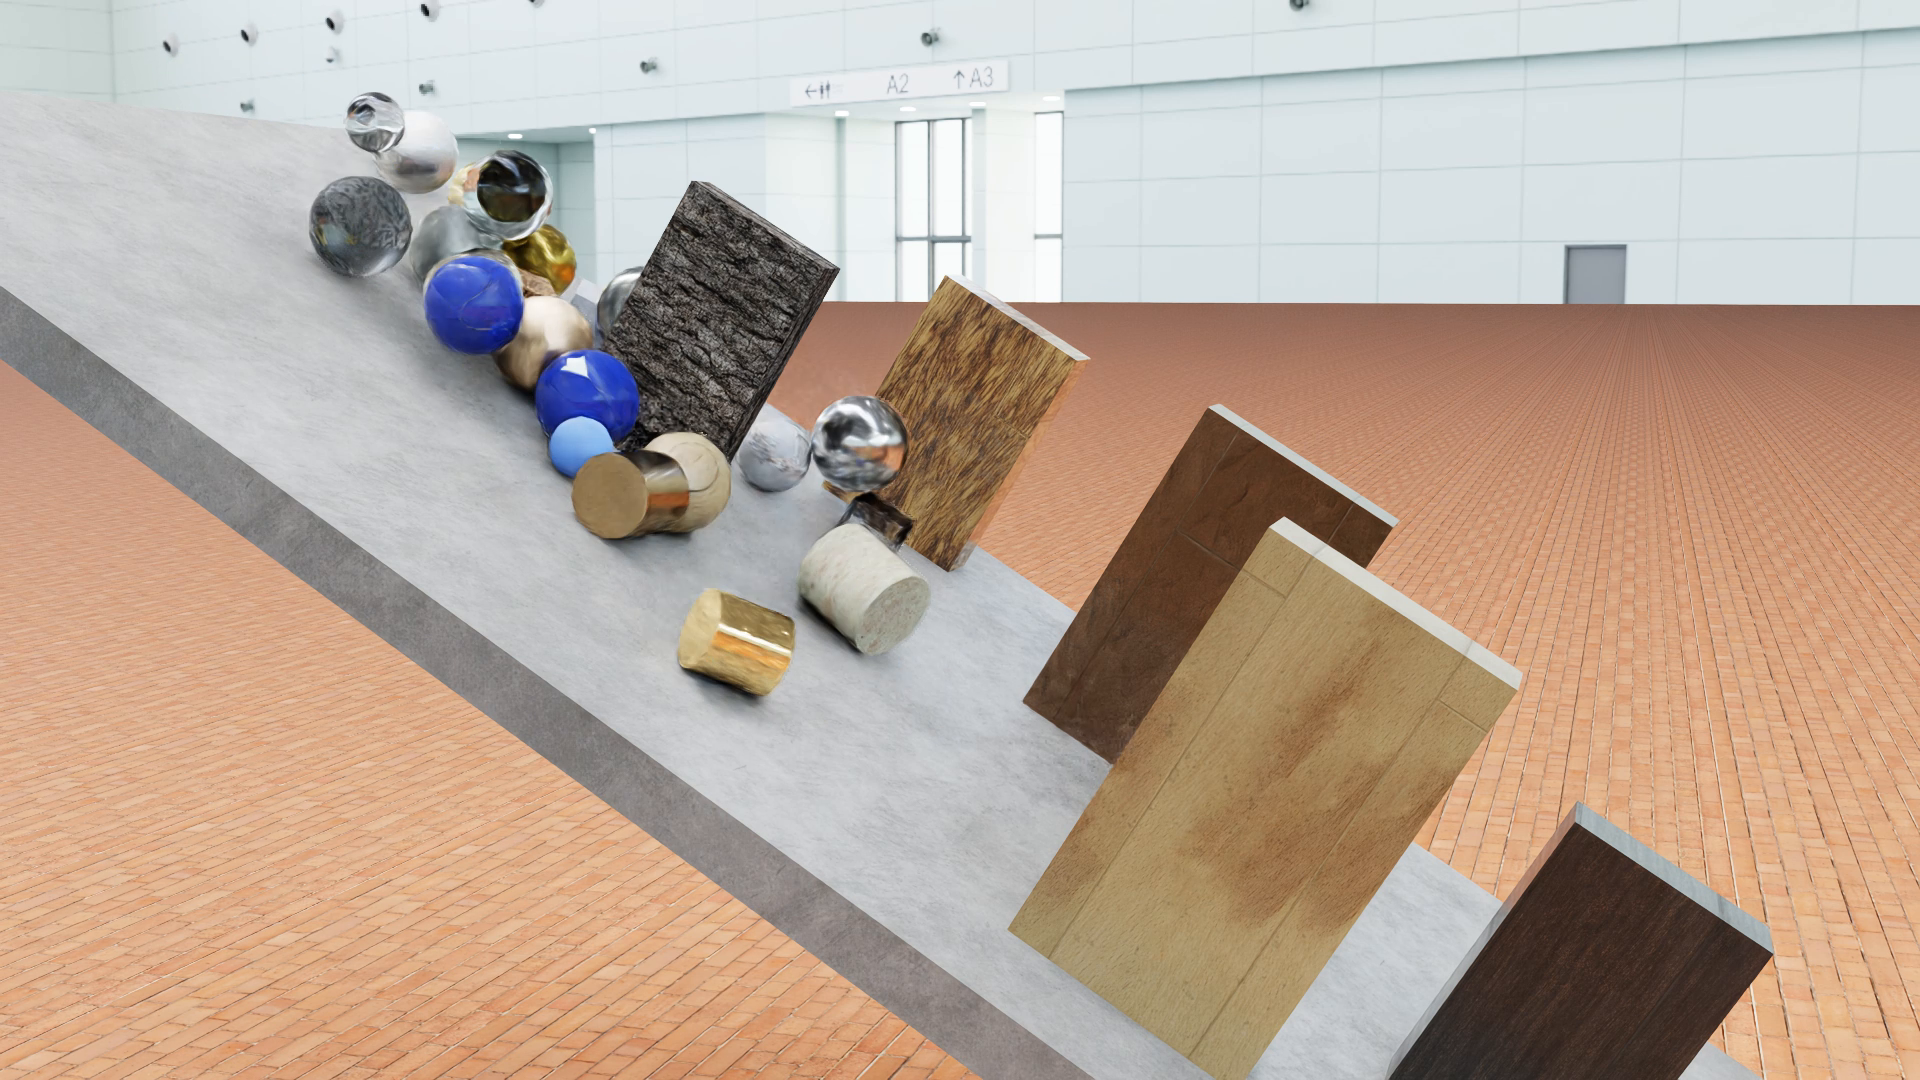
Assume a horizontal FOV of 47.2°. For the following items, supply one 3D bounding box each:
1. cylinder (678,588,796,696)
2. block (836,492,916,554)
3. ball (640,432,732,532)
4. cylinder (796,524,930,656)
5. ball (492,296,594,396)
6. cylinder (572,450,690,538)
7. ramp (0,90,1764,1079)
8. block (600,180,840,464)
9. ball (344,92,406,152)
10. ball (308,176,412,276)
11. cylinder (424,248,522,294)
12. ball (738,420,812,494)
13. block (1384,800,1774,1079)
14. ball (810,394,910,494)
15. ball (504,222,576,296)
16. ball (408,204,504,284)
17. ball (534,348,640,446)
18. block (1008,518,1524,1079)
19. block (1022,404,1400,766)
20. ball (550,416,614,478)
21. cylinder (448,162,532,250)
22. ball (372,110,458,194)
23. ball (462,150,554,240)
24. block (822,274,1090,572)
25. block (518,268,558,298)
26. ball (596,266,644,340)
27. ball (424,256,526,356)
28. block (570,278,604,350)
[{"bbox_3d":[-0.358,0.164,3.532,0.138,0.138,0.138,23,-5,-28],"label":"cylinder"},{"bbox_3d":[-0.182,-0.013,4.499,0.114,0.114,0.114,34,15,9],"label":"block"},{"bbox_3d":[-0.509,-0.106,4.016,0.185,0.185,0.185,0,7,0],"label":"ball"},{"bbox_3d":[-0.179,0.090,4.051,0.175,0.175,0.175,-8,40,-48],"label":"cylinder"},{"bbox_3d":[-0.810,-0.377,4.273,0.195,0.195,0.195,0,7,0],"label":"ball"},{"bbox_3d":[-0.577,-0.081,3.864,0.150,0.150,0.150,3,4,21],"label":"cylinder"},{"bbox_3d":[-0.153,0.254,4.112,4.000,0.100,2.000,34,15,11],"label":"ramp"},{"bbox_3d":[-0.501,-0.384,4.263,0.317,0.526,0.086,34,15,11],"label":"block"},{"bbox_3d":[-1.094,-0.781,4.113,0.113,0.113,0.113,0,7,0],"label":"ball"},{"bbox_3d":[-1.179,-0.617,4.324,0.198,0.198,0.198,0,7,0],"label":"ball"},{"bbox_3d":[-0.942,-0.485,4.258,0.149,0.149,0.149,1,13,6],"label":"cylinder"},{"bbox_3d":[-0.384,-0.173,4.545,0.152,0.152,0.152,0,7,0],"label":"ball"},{"bbox_3d":[0.973,0.744,3.489,0.347,0.540,0.145,34,15,11],"label":"block"},{"bbox_3d":[-0.207,-0.199,4.558,0.204,0.204,0.204,0,7,0],"label":"ball"},{"bbox_3d":[-0.931,-0.608,4.817,0.181,0.181,0.181,0,7,0],"label":"ball"},{"bbox_3d":[-1.039,-0.595,4.541,0.192,0.192,0.192,0,7,0],"label":"ball"},{"bbox_3d":[-0.699,-0.260,4.120,0.195,0.195,0.195,0,7,0],"label":"ball"},{"bbox_3d":[0.440,0.387,3.226,0.409,0.728,0.141,34,15,11],"label":"block"},{"bbox_3d":[0.472,0.139,4.191,0.406,0.679,0.119,34,15,11],"label":"block"},{"bbox_3d":[-0.688,-0.167,3.996,0.115,0.115,0.115,0,7,0],"label":"ball"},{"bbox_3d":[-0.999,-0.717,4.711,0.153,0.153,0.153,-4,26,-31],"label":"cylinder"},{"bbox_3d":[-1.119,-0.797,4.517,0.173,0.173,0.173,0,7,0],"label":"ball"},{"bbox_3d":[-0.913,-0.697,4.445,0.181,0.181,0.181,0,7,0],"label":"ball"},{"bbox_3d":[-0.011,-0.254,4.781,0.342,0.542,0.122,34,15,11],"label":"block"},{"bbox_3d":[-0.918,-0.493,4.590,0.107,0.107,0.107,19,22,-35],"label":"block"},{"bbox_3d":[-0.640,-0.458,4.486,0.202,0.202,0.202,0,7,0],"label":"ball"},{"bbox_3d":[-0.900,-0.435,4.079,0.184,0.184,0.184,0,7,0],"label":"ball"},{"bbox_3d":[-0.773,-0.441,4.655,0.147,0.147,0.147,28,15,-12],"label":"block"}]
